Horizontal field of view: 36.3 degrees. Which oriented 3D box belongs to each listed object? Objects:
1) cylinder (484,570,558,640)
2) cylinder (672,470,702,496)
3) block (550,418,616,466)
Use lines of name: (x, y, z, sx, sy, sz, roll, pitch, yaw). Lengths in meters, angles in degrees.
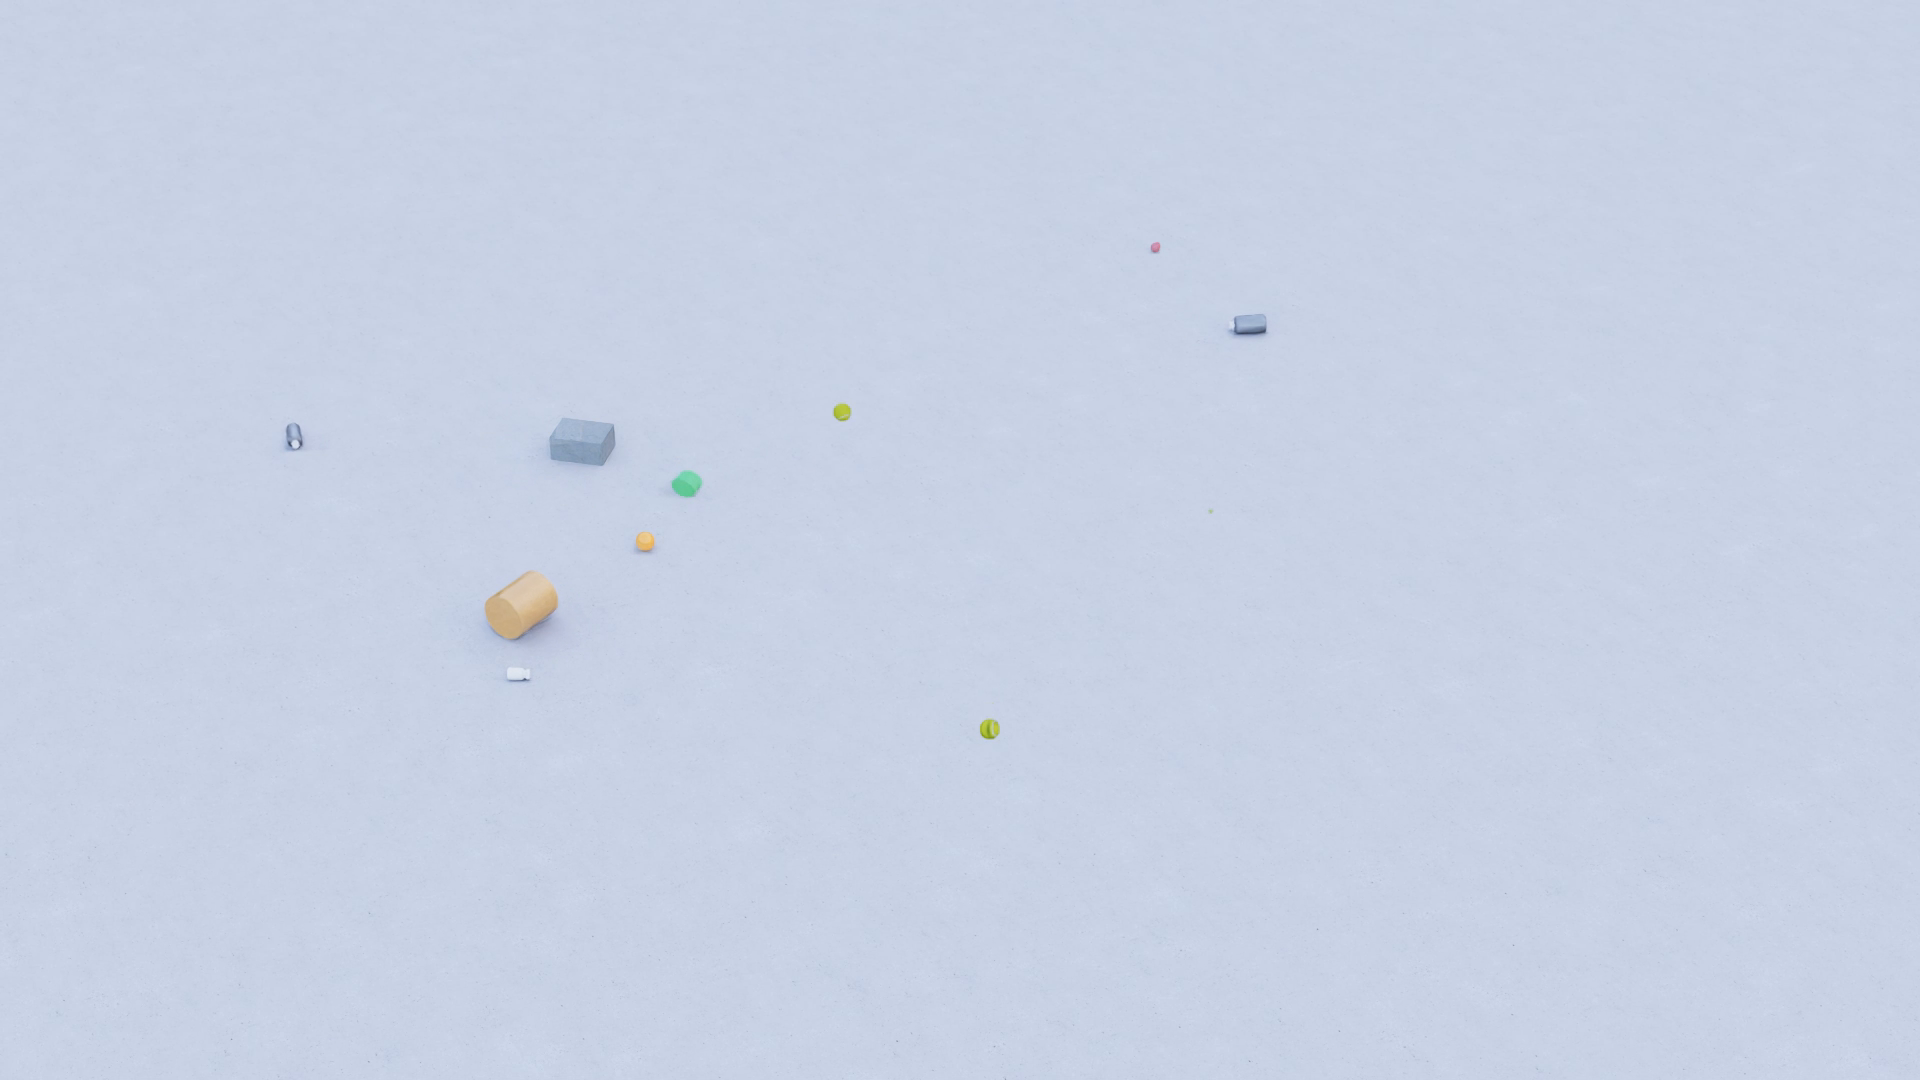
cylinder: (-1.560, 0.231, 10.438, 0.173, 0.172, 0.198, -12, 19, 43)
cylinder: (-1.044, -0.217, 11.209, 0.096, 0.070, 0.073, 22, 38, 12)
block: (-1.472, -0.383, 11.435, 0.211, 0.100, 0.155, 7, 34, 11)
